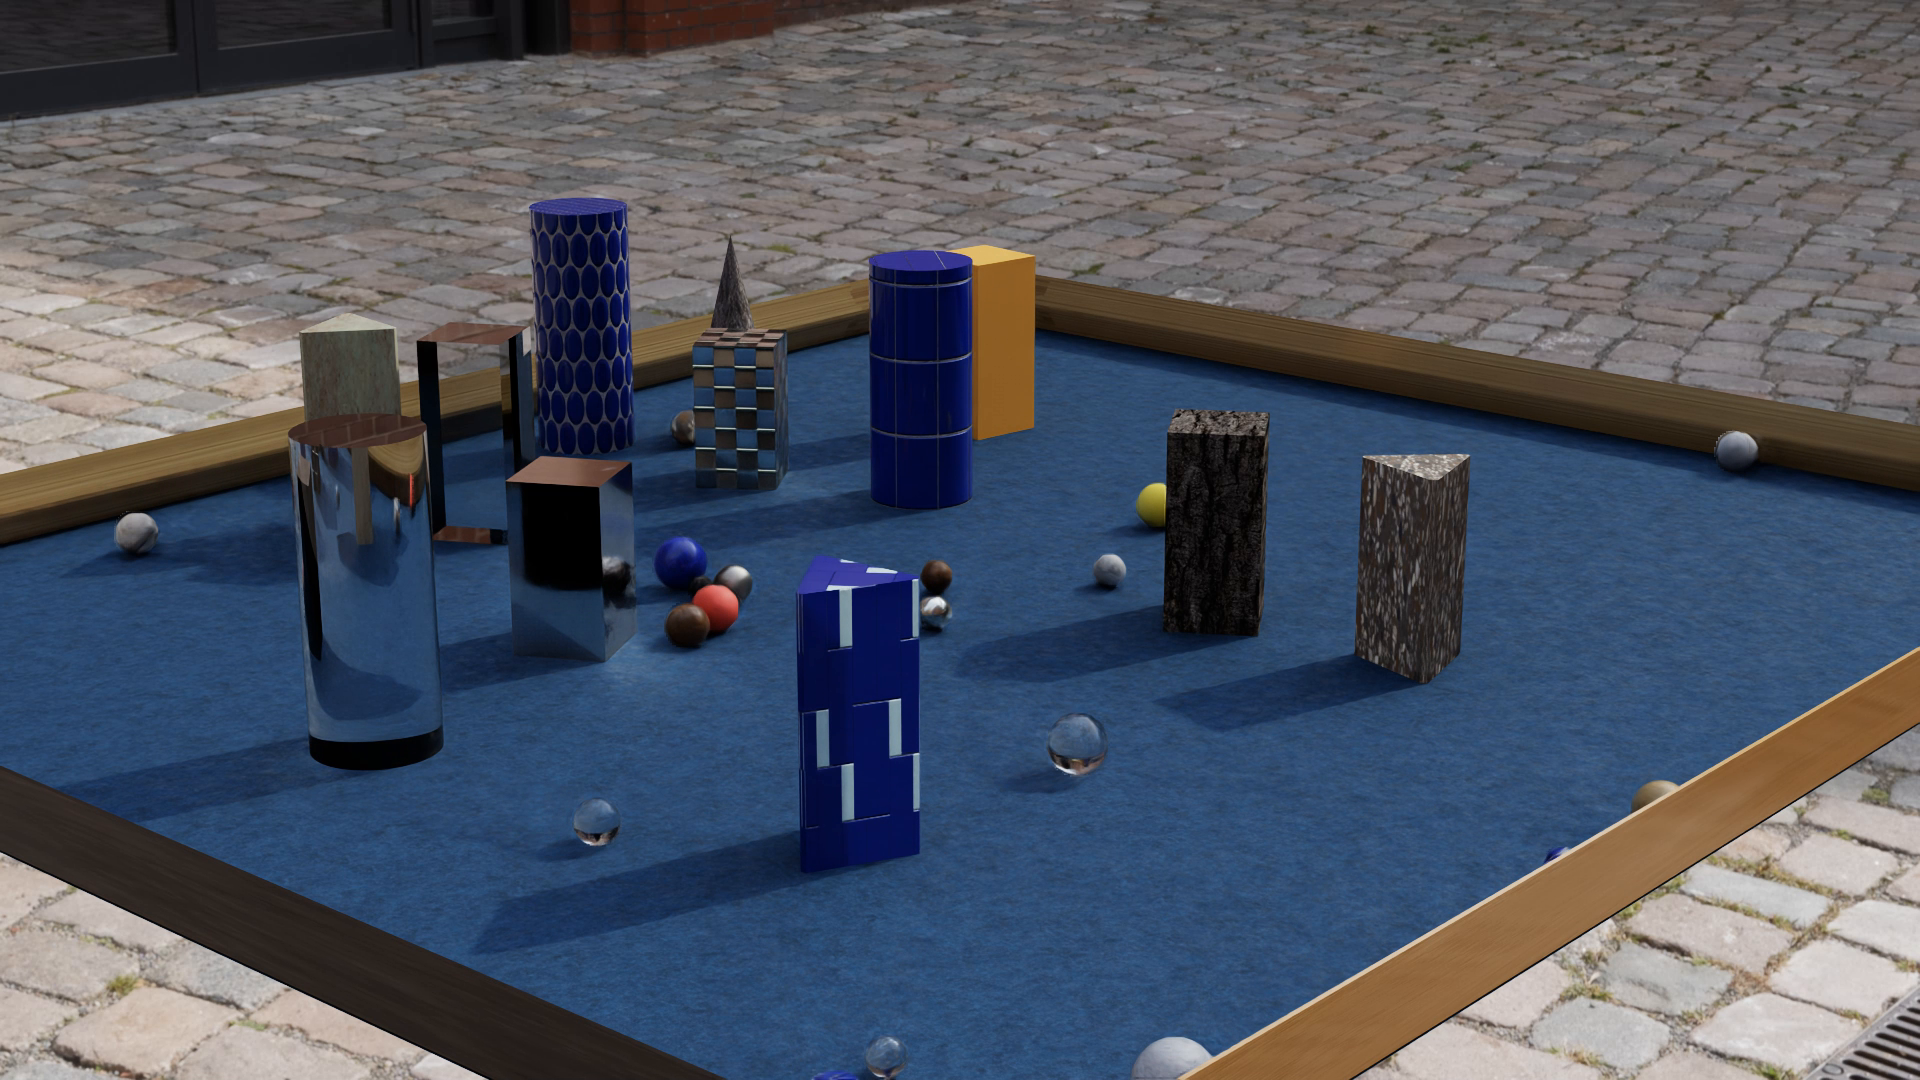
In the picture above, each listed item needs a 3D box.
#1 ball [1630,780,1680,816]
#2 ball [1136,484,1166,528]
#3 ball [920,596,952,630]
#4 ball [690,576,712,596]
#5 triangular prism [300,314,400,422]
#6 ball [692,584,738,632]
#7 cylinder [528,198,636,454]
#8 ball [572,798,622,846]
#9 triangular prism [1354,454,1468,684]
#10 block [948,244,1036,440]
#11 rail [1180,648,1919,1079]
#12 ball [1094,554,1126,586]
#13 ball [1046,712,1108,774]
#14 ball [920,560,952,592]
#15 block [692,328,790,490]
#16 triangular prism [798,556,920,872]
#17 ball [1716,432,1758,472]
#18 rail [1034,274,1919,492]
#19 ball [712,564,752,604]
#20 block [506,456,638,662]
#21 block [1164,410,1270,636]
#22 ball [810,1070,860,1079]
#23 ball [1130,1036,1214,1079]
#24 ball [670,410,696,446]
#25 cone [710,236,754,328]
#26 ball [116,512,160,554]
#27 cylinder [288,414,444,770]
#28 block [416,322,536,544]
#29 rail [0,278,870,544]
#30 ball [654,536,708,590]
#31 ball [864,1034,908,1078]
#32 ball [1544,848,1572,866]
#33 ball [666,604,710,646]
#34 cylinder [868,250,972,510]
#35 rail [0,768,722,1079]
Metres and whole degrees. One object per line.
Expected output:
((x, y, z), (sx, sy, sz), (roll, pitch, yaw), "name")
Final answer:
((0.972, 0.375, 4.067), (0.084, 0.084, 0.084), (0, 17, 0), "ball")
((0.373, -0.065, 5.528), (0.083, 0.083, 0.083), (0, 17, 0), "ball")
((-0.043, 0.122, 4.947), (0.059, 0.059, 0.059), (0, 17, 0), "ball")
((-0.451, 0.083, 5.109), (0.041, 0.041, 0.041), (0, 17, 0), "ball")
((-1.140, -0.220, 5.513), (0.173, 0.389, 0.150), (-3, 17, -11), "triangular prism")
((-0.413, 0.115, 4.934), (0.081, 0.081, 0.081), (0, 17, 0), "ball")
((-0.780, -0.443, 6.064), (0.200, 0.499, 0.200), (0, 17, 0), "cylinder")
((-0.501, 0.389, 4.050), (0.067, 0.067, 0.067), (0, 17, 0), "ball")
((0.760, 0.035, 4.754), (0.150, 0.337, 0.173), (-10, 20, -31), "triangular prism")
((0.045, -0.420, 6.204), (0.160, 0.372, 0.160), (-14, 22, -39), "block")
((1.147, 0.320, 4.166), (0.045, 0.130, 3.478), (14, 22, 39), "rail")
((0.265, 0.054, 5.178), (0.058, 0.058, 0.058), (0, 17, 0), "ball")
((0.173, 0.299, 4.304), (0.091, 0.091, 0.091), (0, 17, 0), "ball")
((-0.041, 0.064, 5.146), (0.056, 0.056, 0.056), (0, 17, 0), "ball")
((-0.434, -0.262, 5.825), (0.160, 0.288, 0.160), (2, 17, 6), "block")
((-0.163, 0.230, 4.005), (0.173, 0.396, 0.150), (-7, 18, -23), "triangular prism")
((1.566, -0.177, 5.906), (0.081, 0.081, 0.081), (0, 17, 0), "ball")
((1.125, -0.341, 6.360), (3.086, 0.130, 0.045), (14, 22, 39), "rail")
((-0.394, 0.077, 5.082), (0.068, 0.068, 0.068), (0, 17, 0), "ball")
((-0.639, 0.030, 4.842), (0.160, 0.297, 0.160), (4, 17, 12), "block")
((0.434, -0.031, 4.957), (0.160, 0.347, 0.160), (3, 17, 9), "block")
((-0.137, 0.627, 3.225), (0.086, 0.086, 0.086), (0, 17, 0), "ball")
((0.240, 0.605, 3.274), (0.100, 0.100, 0.100), (0, 17, 0), "ball")
((-0.565, -0.234, 6.103), (0.074, 0.074, 0.074), (0, 17, 0), "ball")
((-0.476, -0.430, 6.142), (0.200, 0.428, 0.200), (0, 17, 0), "cone")
((-1.505, -0.013, 5.364), (0.077, 0.077, 0.077), (0, 17, 0), "ball")
((-0.879, 0.076, 4.351), (0.200, 0.493, 0.200), (0, 17, 0), "cylinder")
((-0.897, -0.200, 5.462), (0.160, 0.379, 0.160), (4, 17, 12), "block")
((-1.147, -0.255, 6.073), (0.045, 0.130, 3.478), (14, 22, 39), "rail")
((-0.491, 0.041, 5.157), (0.094, 0.094, 0.094), (0, 17, 0), "ball")
((-0.085, 0.597, 3.388), (0.050, 0.050, 0.050), (0, 17, 0), "ball")
((0.805, 0.438, 3.905), (0.056, 0.056, 0.056), (0, 17, 0), "ball")
((-0.451, 0.141, 4.862), (0.072, 0.072, 0.072), (0, 17, 0), "ball")
((-0.075, -0.310, 5.674), (0.200, 0.469, 0.200), (0, 17, 0), "cylinder")
((-1.125, 0.406, 3.879), (3.086, 0.130, 0.045), (14, 22, 39), "rail")
